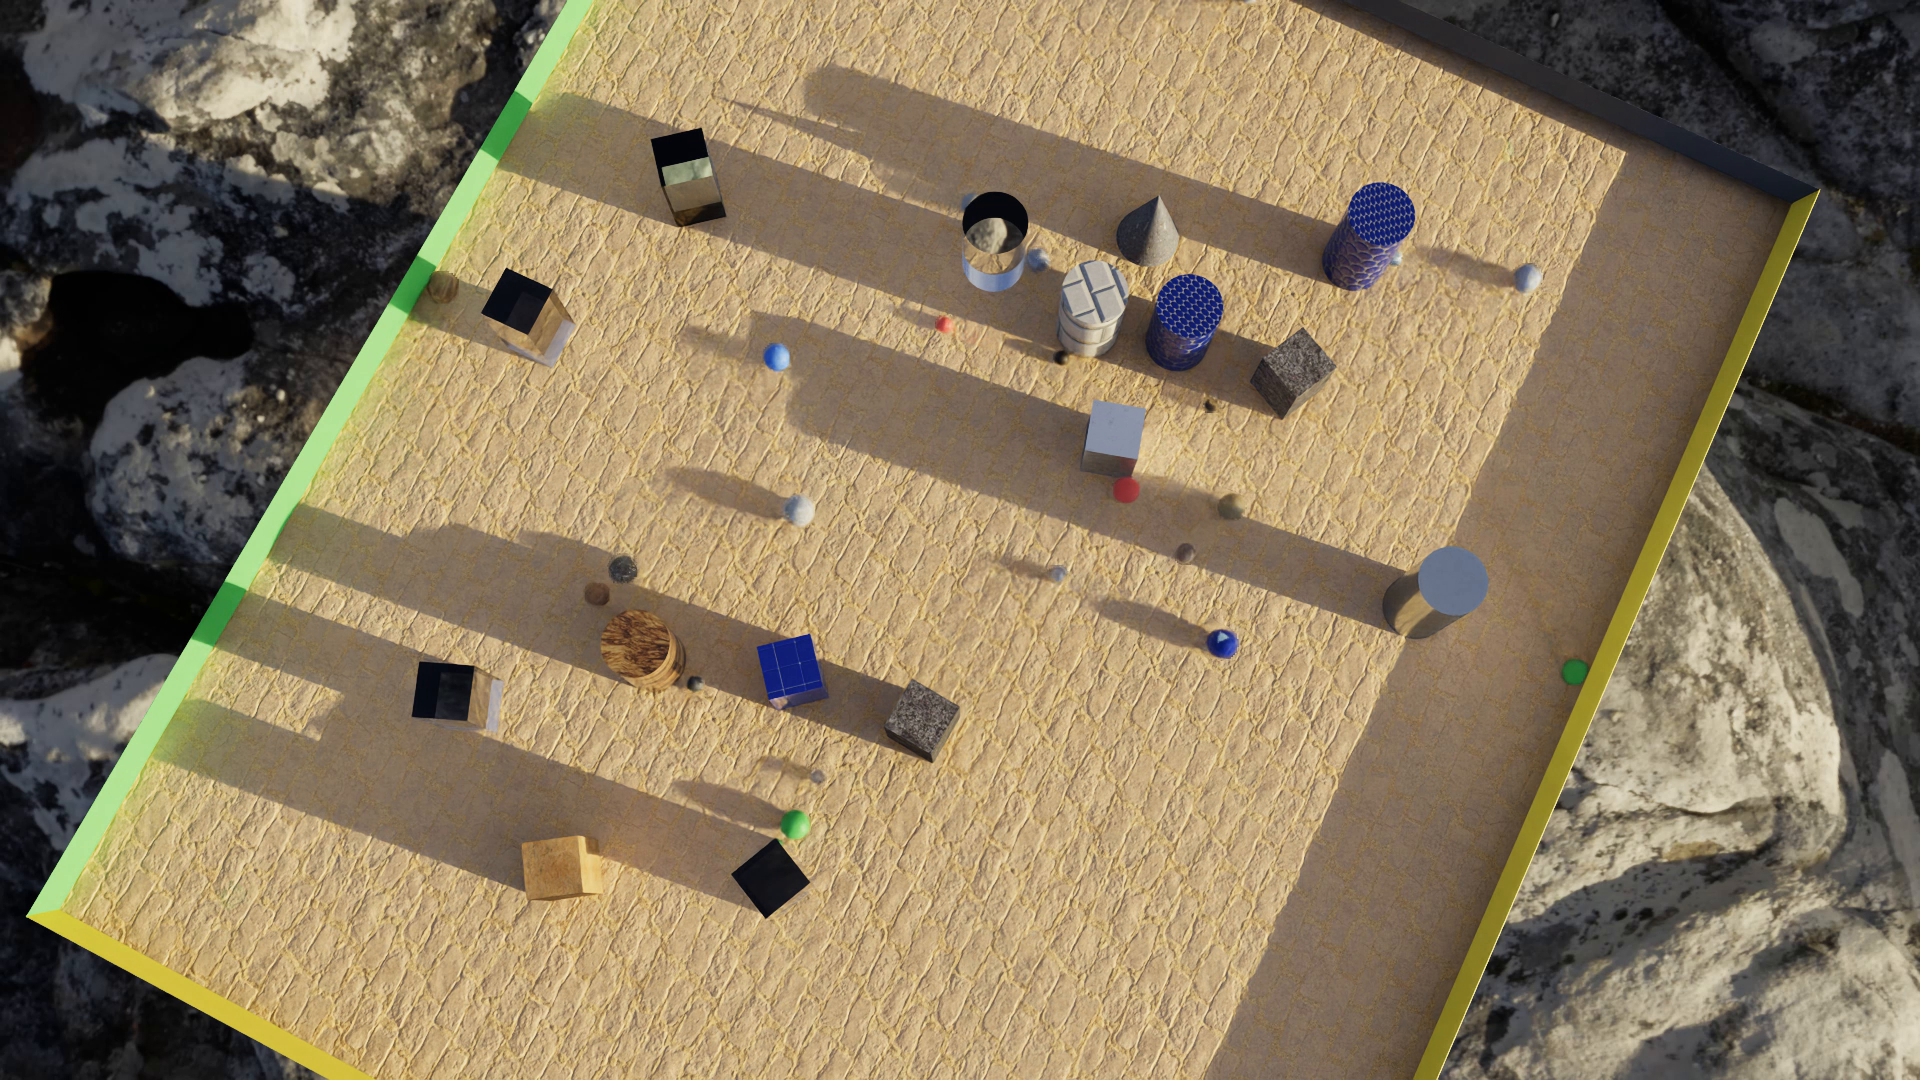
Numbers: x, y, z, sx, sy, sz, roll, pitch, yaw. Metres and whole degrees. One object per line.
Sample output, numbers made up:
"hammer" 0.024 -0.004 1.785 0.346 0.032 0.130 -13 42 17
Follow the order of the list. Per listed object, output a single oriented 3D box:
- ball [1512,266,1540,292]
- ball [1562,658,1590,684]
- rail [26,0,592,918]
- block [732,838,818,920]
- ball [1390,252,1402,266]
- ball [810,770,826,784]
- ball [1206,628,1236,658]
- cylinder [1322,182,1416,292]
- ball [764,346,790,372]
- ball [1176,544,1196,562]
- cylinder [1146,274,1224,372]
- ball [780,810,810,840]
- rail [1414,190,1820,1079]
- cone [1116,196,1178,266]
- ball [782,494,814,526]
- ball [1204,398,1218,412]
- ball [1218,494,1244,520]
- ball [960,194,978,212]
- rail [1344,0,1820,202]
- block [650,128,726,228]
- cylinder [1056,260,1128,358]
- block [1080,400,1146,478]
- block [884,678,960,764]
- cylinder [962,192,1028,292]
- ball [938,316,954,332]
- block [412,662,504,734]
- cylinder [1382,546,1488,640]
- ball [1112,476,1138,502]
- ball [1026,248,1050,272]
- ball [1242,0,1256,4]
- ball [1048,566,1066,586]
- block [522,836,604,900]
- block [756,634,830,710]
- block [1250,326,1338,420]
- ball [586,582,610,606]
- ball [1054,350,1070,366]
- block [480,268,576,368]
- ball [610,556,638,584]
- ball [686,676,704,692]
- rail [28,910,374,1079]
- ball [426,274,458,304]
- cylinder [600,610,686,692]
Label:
"ball" 1.776 -0.818 5.743 0.085 0.085 0.085 0 78 0
"ball" 1.846 0.394 5.496 0.077 0.077 0.077 0 78 0
"rail" -1.681 -0.816 5.719 0.045 0.129 4.385 26 80 5
"block" -0.527 0.973 5.252 0.158 0.319 0.158 -39 81 -7
"ball" 1.368 -0.887 5.776 0.047 0.047 0.047 0 78 0
"ball" -0.421 0.705 5.448 0.044 0.044 0.044 0 78 0
"ball" 0.786 0.311 5.506 0.091 0.091 0.091 0 78 0
"cylinder" 1.244 -0.922 5.602 0.198 0.401 0.198 0 78 0
"ball" -0.569 -0.565 5.693 0.080 0.080 0.080 0 78 0
"ball" 0.687 0.040 5.578 0.060 0.060 0.060 0 78 0
"cylinder" 0.680 -0.658 5.581 0.198 0.337 0.198 0 78 0
"ball" -0.487 0.839 5.399 0.085 0.085 0.085 0 78 0
"rail" 1.681 0.830 5.378 0.045 0.129 4.385 26 80 5
"cone" 0.595 -0.996 5.646 0.198 0.345 0.198 0 78 0
"ball" -0.493 -0.089 5.585 0.099 0.099 0.099 0 78 0
"ball" 0.781 -0.418 5.681 0.043 0.043 0.043 0 78 0
"ball" 0.828 -0.102 5.596 0.081 0.081 0.081 0 78 0
"ball" 0.038 -1.060 5.798 0.074 0.074 0.074 0 78 0
"rail" 0.970 -1.893 5.942 3.806 0.129 0.045 26 80 5
"block" -0.838 -1.119 5.680 0.158 0.330 0.158 -13 79 -3
"cylinder" 0.400 -0.700 5.590 0.198 0.337 0.198 0 78 0
"block" 0.461 -0.302 5.549 0.158 0.255 0.158 10 78 2
"block" -0.108 0.532 5.350 0.158 0.306 0.158 30 80 6
"cylinder" 0.106 -0.914 5.635 0.198 0.335 0.198 0 78 0
"ball" -0.047 -0.673 5.731 0.050 0.050 0.050 0 78 0
"block" -1.461 0.462 5.347 0.158 0.340 0.158 4 78 1
"cylinder" 1.384 0.159 5.357 0.198 0.444 0.198 0 78 0
"ball" 0.507 -0.154 5.607 0.081 0.081 0.081 0 78 0
"ball" 0.245 -0.878 5.760 0.075 0.075 0.075 0 78 0
"ball" 0.940 -1.774 5.949 0.068 0.068 0.068 0 78 0
"ball" 0.296 0.108 5.565 0.057 0.057 0.057 0 78 0
"block" -1.141 0.946 5.270 0.158 0.295 0.158 -7 78 -2
"block" -0.489 0.391 5.397 0.158 0.271 0.158 -14 79 -3
"block" 1.015 -0.506 5.595 0.158 0.248 0.158 -37 81 -7
"ball" -1.095 0.164 5.546 0.072 0.072 0.072 0 78 0
"ball" 0.320 -0.567 5.710 0.048 0.048 0.048 0 78 0
"block" -1.312 -0.673 5.586 0.158 0.332 0.158 25 79 5
"ball" -1.017 0.089 5.554 0.086 0.086 0.086 0 78 0
"ball" -0.796 0.433 5.502 0.048 0.048 0.048 0 78 0
"rail" -0.970 1.906 5.155 3.806 0.129 0.045 26 80 5
"ball" -1.619 -0.787 5.732 0.094 0.094 0.094 0 78 0
"cylinder" -0.926 0.328 5.383 0.198 0.325 0.198 0 78 0
